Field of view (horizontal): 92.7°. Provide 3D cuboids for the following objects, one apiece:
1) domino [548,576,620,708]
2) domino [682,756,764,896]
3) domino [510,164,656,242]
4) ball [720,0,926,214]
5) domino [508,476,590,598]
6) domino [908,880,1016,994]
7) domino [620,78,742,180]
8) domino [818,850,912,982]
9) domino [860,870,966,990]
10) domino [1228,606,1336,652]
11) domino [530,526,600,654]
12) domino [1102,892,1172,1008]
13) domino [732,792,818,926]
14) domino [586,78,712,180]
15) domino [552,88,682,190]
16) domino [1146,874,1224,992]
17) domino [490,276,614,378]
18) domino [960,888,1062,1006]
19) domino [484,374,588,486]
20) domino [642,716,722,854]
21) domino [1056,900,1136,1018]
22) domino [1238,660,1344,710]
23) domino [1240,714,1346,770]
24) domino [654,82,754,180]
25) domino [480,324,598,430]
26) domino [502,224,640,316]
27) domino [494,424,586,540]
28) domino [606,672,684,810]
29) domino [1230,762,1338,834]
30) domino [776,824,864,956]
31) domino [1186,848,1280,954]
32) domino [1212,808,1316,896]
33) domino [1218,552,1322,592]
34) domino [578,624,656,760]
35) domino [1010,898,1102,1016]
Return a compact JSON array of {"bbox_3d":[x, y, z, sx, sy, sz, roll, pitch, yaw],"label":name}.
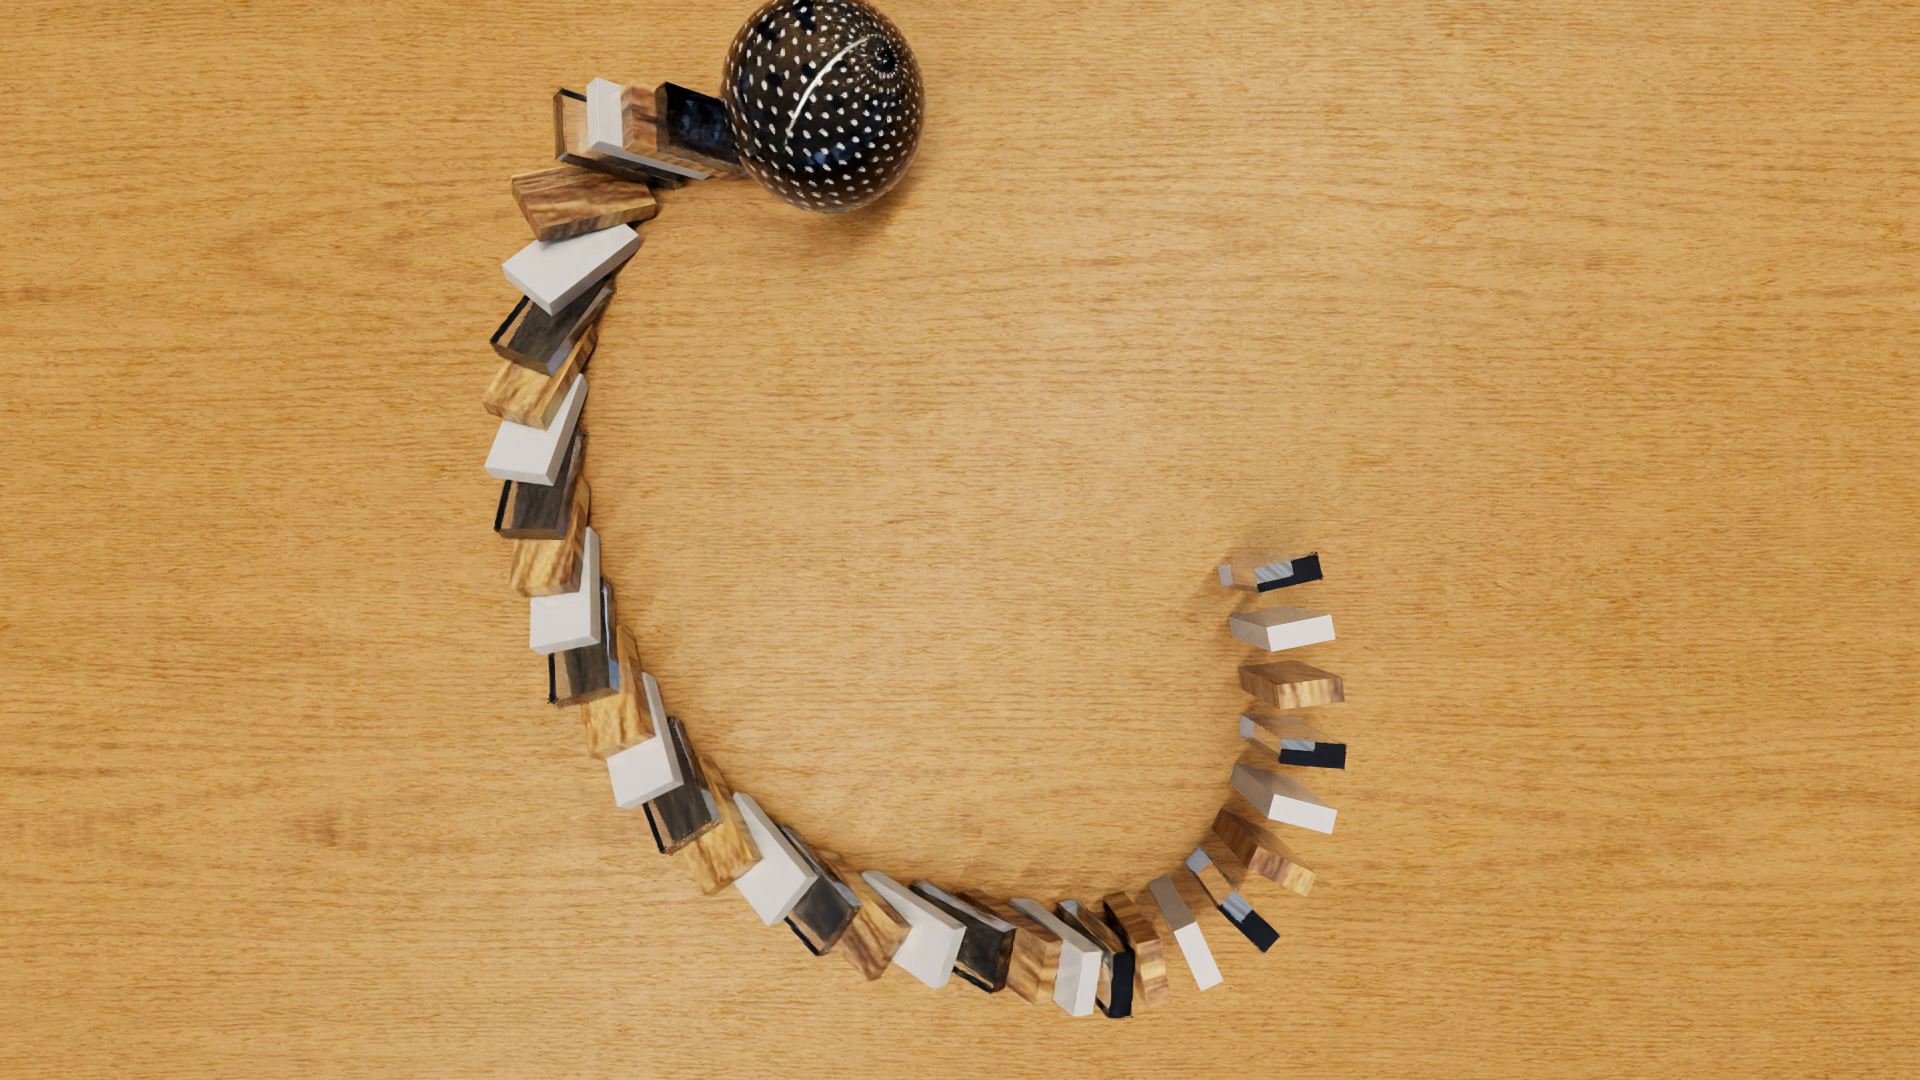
[{"bbox_3d":[-0.159,0.043,0.385,0.025,0.010,0.050,-14,64,0],"label":"domino"},{"bbox_3d":[-0.106,0.119,0.385,0.025,0.010,0.050,-37,64,0],"label":"domino"},{"bbox_3d":[-0.156,-0.143,0.382,0.050,0.009,0.025,-28,86,-32],"label":"domino"},{"bbox_3d":[-0.053,-0.171,0.360,0.080,0.080,0.080,0,90,0],"label":"ball"},{"bbox_3d":[-0.172,-0.002,0.385,0.025,0.010,0.050,-5,65,0],"label":"domino"},{"bbox_3d":[-0.002,0.164,0.381,0.050,0.010,0.025,11,90,38],"label":"domino"},{"bbox_3d":[-0.114,-0.169,0.379,0.050,0.010,0.025,-3,90,-45],"label":"domino"},{"bbox_3d":[-0.046,0.156,0.383,0.050,0.009,0.025,32,90,30],"label":"domino"},{"bbox_3d":[-0.023,0.161,0.382,0.050,0.010,0.025,19,90,34],"label":"domino"},{"bbox_3d":[0.130,0.036,0.375,0.025,0.050,0.010,-11,90,0],"label":"domino"},{"bbox_3d":[-0.166,0.021,0.385,0.025,0.010,0.050,-12,65,0],"label":"domino"},{"bbox_3d":[0.071,0.166,0.375,0.009,0.050,0.025,-10,90,-6],"label":"domino"},{"bbox_3d":[-0.085,0.133,0.384,0.050,0.009,0.025,39,90,27],"label":"domino"},{"bbox_3d":[-0.127,-0.169,0.379,0.050,0.009,0.025,-2,89,-45],"label":"domino"},{"bbox_3d":[-0.141,-0.165,0.379,0.050,0.010,0.025,-3,90,-45],"label":"domino"},{"bbox_3d":[0.091,0.159,0.375,0.010,0.050,0.025,-25,90,0],"label":"domino"},{"bbox_3d":[-0.170,-0.095,0.385,0.025,0.009,0.050,23,64,0],"label":"domino"},{"bbox_3d":[0.018,0.167,0.379,0.009,0.050,0.025,11,90,-43],"label":"domino"},{"bbox_3d":[-0.177,-0.048,0.385,0.025,0.010,0.050,7,64,0],"label":"domino"},{"bbox_3d":[-0.121,0.102,0.385,0.025,0.010,0.050,-32,64,0],"label":"domino"},{"bbox_3d":[0.054,0.170,0.375,0.009,0.050,0.025,4,90,-19],"label":"domino"},{"bbox_3d":[0.134,0.059,0.375,0.025,0.050,0.009,-7,90,0],"label":"domino"},{"bbox_3d":[0.135,0.082,0.375,0.025,0.050,0.009,5,90,0],"label":"domino"},{"bbox_3d":[-0.100,-0.168,0.379,0.050,0.009,0.025,-3,90,-45],"label":"domino"},{"bbox_3d":[-0.176,-0.072,0.385,0.025,0.009,0.050,16,64,0],"label":"domino"},{"bbox_3d":[-0.163,-0.119,0.385,0.025,0.010,0.050,39,65,0],"label":"domino"},{"bbox_3d":[-0.176,-0.025,0.385,0.025,0.009,0.050,1,64,0],"label":"domino"},{"bbox_3d":[-0.136,0.084,0.385,0.025,0.009,0.050,-25,64,0],"label":"domino"},{"bbox_3d":[0.131,0.105,0.375,0.025,0.050,0.009,14,90,0],"label":"domino"},{"bbox_3d":[-0.066,0.146,0.384,0.050,0.010,0.025,36,90,28],"label":"domino"},{"bbox_3d":[0.110,0.146,0.375,0.025,0.050,0.010,44,90,0],"label":"domino"},{"bbox_3d":[0.123,0.127,0.375,0.025,0.050,0.009,25,90,0],"label":"domino"},{"bbox_3d":[0.125,0.013,0.375,0.025,0.050,0.009,-13,90,0],"label":"domino"},{"bbox_3d":[-0.147,0.064,0.385,0.025,0.009,0.050,-23,65,0],"label":"domino"},{"bbox_3d":[0.037,0.170,0.376,0.010,0.050,0.025,10,90,-32],"label":"domino"}]
